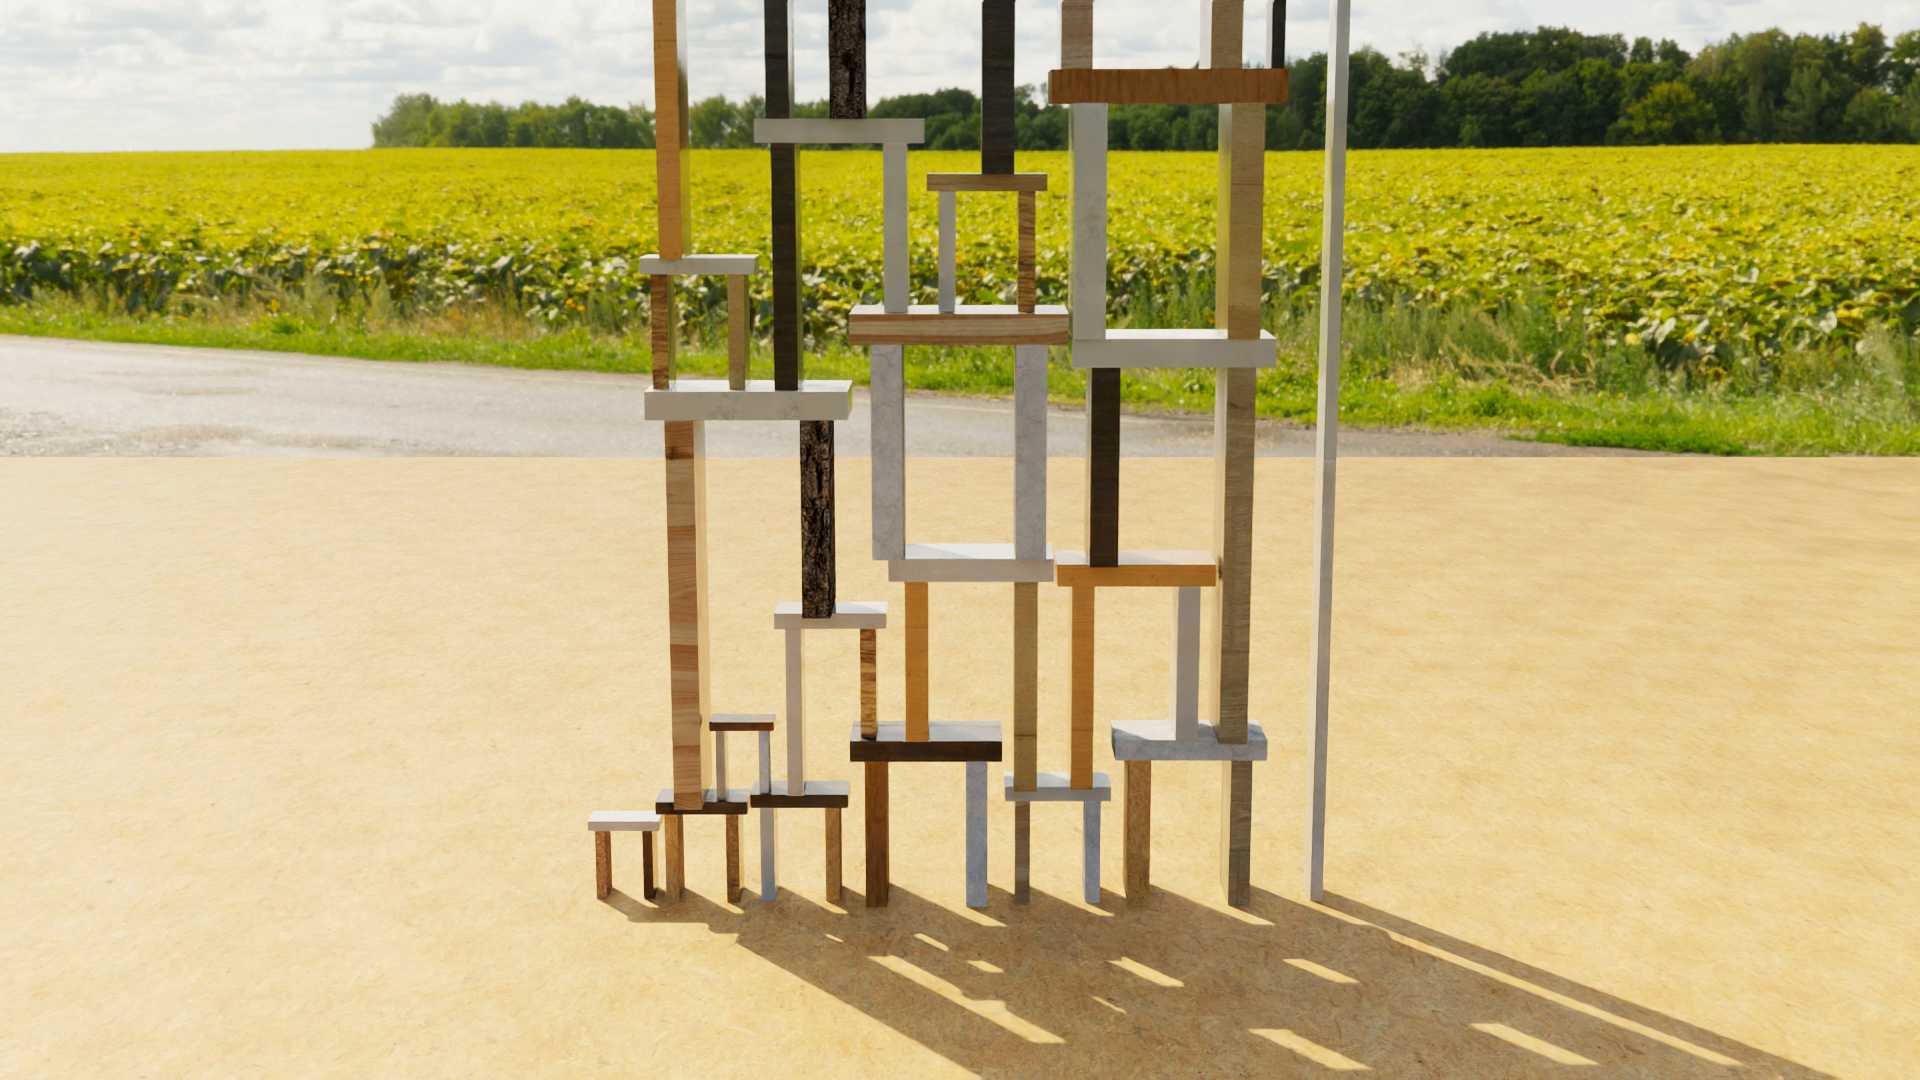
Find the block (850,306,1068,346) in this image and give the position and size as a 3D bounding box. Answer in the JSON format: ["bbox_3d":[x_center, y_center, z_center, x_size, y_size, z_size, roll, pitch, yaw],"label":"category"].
[{"bbox_3d":[-0.001,-0.342,3.499,0.341,0.048,0.171,0,11,0],"label":"block"}]

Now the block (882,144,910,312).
[{"bbox_3d":[-0.100,-0.495,3.472,0.037,0.261,0.131,0,11,0],"label":"block"}]

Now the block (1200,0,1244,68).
[{"bbox_3d":[0.404,-0.897,3.384,0.048,0.339,0.170,0,11,0],"label":"block"}]

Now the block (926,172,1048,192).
[{"bbox_3d":[0.042,-0.563,3.457,0.187,0.027,0.094,0,11,1],"label":"block"}]

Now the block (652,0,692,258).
[{"bbox_3d":[-0.449,-0.678,3.430,0.036,0.468,0.127,0,11,0],"label":"block"}]

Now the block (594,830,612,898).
[{"bbox_3d":[-0.593,0.532,3.663,0.017,0.117,0.059,0,11,0],"label":"block"}]

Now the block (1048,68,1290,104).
[{"bbox_3d":[0.320,-0.706,3.424,0.359,0.051,0.180,0,11,0],"label":"block"}]

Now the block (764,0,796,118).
[{"bbox_3d":[-0.280,-0.783,3.411,0.036,0.254,0.127,0,11,0],"label":"block"}]

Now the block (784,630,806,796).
[{"bbox_3d":[-0.269,0.273,3.611,0.026,0.280,0.090,0,11,0],"label":"block"}]

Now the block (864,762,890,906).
[{"bbox_3d":[-0.137,0.469,3.644,0.035,0.247,0.123,0,11,0],"label":"block"}]

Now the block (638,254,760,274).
[{"bbox_3d":[-0.411,-0.436,3.477,0.180,0.025,0.090,0,11,0],"label":"block"}]

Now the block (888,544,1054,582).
[{"bbox_3d":[0.018,0.036,3.563,0.264,0.037,0.132,0,11,0],"label":"block"}]

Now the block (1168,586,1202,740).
[{"bbox_3d":[0.367,0.188,3.598,0.036,0.254,0.127,0,11,0],"label":"block"}]

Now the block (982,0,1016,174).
[{"bbox_3d":[0.059,-0.790,3.414,0.050,0.435,0.175,0,11,1],"label":"block"}]

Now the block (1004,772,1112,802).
[{"bbox_3d":[0.160,0.407,3.635,0.174,0.025,0.087,0,11,0],"label":"block"}]

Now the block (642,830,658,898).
[{"bbox_3d":[-0.515,0.532,3.663,0.017,0.117,0.059,0,11,0],"label":"block"}]

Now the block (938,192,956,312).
[{"bbox_3d":[-0.020,-0.458,3.476,0.027,0.187,0.094,1,11,0],"label":"block"}]

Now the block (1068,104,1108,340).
[{"bbox_3d":[0.200,-0.504,3.463,0.051,0.359,0.180,0,11,0],"label":"block"}]

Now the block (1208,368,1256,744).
[{"bbox_3d":[0.439,0.016,3.557,0.045,0.607,0.159,0,11,0],"label":"block"}]

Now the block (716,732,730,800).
[{"bbox_3d":[-0.392,0.364,3.625,0.015,0.117,0.053,0,11,0],"label":"block"}]

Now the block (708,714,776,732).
[{"bbox_3d":[-0.357,0.300,3.613,0.105,0.015,0.053,0,11,0],"label":"block"}]

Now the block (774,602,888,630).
[{"bbox_3d":[-0.209,0.123,3.583,0.181,0.026,0.090,0,11,0],"label":"block"}]

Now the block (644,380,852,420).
[{"bbox_3d":[-0.335,-0.224,3.516,0.318,0.045,0.159,0,11,0],"label":"block"}]

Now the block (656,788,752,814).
[{"bbox_3d":[-0.424,0.432,3.636,0.150,0.021,0.075,0,11,0],"label":"block"}]

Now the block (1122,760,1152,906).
[{"bbox_3d":[0.293,0.468,3.650,0.035,0.247,0.123,0,11,0],"label":"block"}]

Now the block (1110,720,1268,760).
[{"bbox_3d":[0.375,0.330,3.624,0.247,0.035,0.123,0,11,0],"label":"block"}]

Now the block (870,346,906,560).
[{"bbox_3d":[-0.115,-0.151,3.536,0.048,0.341,0.171,0,11,0],"label":"block"}]

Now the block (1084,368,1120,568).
[{"bbox_3d":[0.228,-0.127,3.532,0.045,0.318,0.159,0,11,0],"label":"block"}]

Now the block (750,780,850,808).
[{"bbox_3d":[-0.263,0.421,3.641,0.160,0.023,0.080,0,11,0],"label":"block"}]

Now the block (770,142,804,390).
[{"bbox_3d":[-0.273,-0.435,3.482,0.037,0.382,0.130,0,11,0],"label":"block"}]

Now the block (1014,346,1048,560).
[{"bbox_3d":[0.113,-0.151,3.534,0.048,0.341,0.171,0,11,0],"label":"block"}]

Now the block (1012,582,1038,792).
[{"bbox_3d":[0.106,0.225,3.597,0.037,0.347,0.132,0,11,0],"label":"block"}]

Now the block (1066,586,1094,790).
[{"bbox_3d":[0.198,0.229,3.606,0.036,0.337,0.127,0,11,0],"label":"block"}]

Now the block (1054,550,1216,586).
[{"bbox_3d":[0.282,0.045,3.572,0.254,0.036,0.127,0,11,0],"label":"block"}]

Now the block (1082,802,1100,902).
[{"bbox_3d":[0.218,0.505,3.652,0.025,0.174,0.087,0,11,0],"label":"block"}]

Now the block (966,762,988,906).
[{"bbox_3d":[0.027,0.469,3.644,0.035,0.247,0.123,0,11,0],"label":"block"}]

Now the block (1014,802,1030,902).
[{"bbox_3d":[0.102,0.505,3.652,0.025,0.174,0.087,0,11,0],"label":"block"}]

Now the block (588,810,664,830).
[{"bbox_3d":[-0.554,0.466,3.651,0.117,0.017,0.059,0,11,0],"label":"block"}]

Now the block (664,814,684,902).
[{"bbox_3d":[-0.474,0.517,3.651,0.021,0.150,0.075,0,11,0],"label":"block"}]

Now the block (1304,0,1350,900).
[{"bbox_3d":[0.589,-0.142,3.534,0.021,1.489,0.072,0,11,0],"label":"block"}]

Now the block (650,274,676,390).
[{"bbox_3d":[-0.471,-0.335,3.495,0.026,0.180,0.090,0,11,0],"label":"block"}]

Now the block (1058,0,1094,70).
[{"bbox_3d":[0.177,-0.897,3.386,0.048,0.339,0.170,0,11,0],"label":"block"}]

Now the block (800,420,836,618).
[{"bbox_3d":[-0.229,-0.046,3.549,0.045,0.318,0.159,0,11,0],"label":"block"}]

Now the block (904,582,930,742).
[{"bbox_3d":[-0.069,0.184,3.591,0.037,0.264,0.132,0,10,0],"label":"block"}]

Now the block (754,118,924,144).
[{"bbox_3d":[-0.186,-0.641,3.444,0.261,0.037,0.131,0,11,0],"label":"block"}]

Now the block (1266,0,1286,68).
[{"bbox_3d":[0.490,-0.803,3.408,0.021,0.145,0.072,0,11,1],"label":"block"}]

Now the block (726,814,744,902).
[{"bbox_3d":[-0.373,0.517,3.651,0.021,0.150,0.075,0,11,0],"label":"block"}]

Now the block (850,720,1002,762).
[{"bbox_3d":[-0.055,0.331,3.618,0.247,0.035,0.123,0,11,0],"label":"block"}]

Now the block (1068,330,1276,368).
[{"bbox_3d":[0.333,-0.305,3.498,0.318,0.045,0.159,0,11,0],"label":"block"}]

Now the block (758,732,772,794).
[{"bbox_3d":[-0.322,0.359,3.624,0.015,0.105,0.053,0,11,0],"label":"block"}]

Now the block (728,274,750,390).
[{"bbox_3d":[-0.351,-0.335,3.496,0.025,0.180,0.090,0,11,0],"label":"block"}]

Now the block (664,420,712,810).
[{"bbox_3d":[-0.440,0.110,3.578,0.045,0.634,0.159,0,11,0],"label":"block"}]

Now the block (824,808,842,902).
[{"bbox_3d":[-0.210,0.511,3.657,0.023,0.160,0.080,0,11,0],"label":"block"}]

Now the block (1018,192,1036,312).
[{"bbox_3d":[0.105,-0.458,3.475,0.027,0.187,0.094,0,11,1],"label":"block"}]

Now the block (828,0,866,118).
[{"bbox_3d":[-0.174,-0.831,3.406,0.050,0.351,0.175,0,11,0],"label":"block"}]

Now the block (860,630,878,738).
[{"bbox_3d":[-0.148,0.224,3.602,0.026,0.181,0.090,0,10,0],"label":"block"}]

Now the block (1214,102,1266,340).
[{"bbox_3d":[0.440,-0.504,3.461,0.051,0.359,0.180,0,11,0],"label":"block"}]

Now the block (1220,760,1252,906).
[{"bbox_3d":[0.458,0.468,3.650,0.035,0.247,0.123,0,11,0],"label":"block"}]

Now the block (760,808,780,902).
[{"bbox_3d":[-0.317,0.511,3.657,0.023,0.160,0.080,0,11,0],"label":"block"}]
